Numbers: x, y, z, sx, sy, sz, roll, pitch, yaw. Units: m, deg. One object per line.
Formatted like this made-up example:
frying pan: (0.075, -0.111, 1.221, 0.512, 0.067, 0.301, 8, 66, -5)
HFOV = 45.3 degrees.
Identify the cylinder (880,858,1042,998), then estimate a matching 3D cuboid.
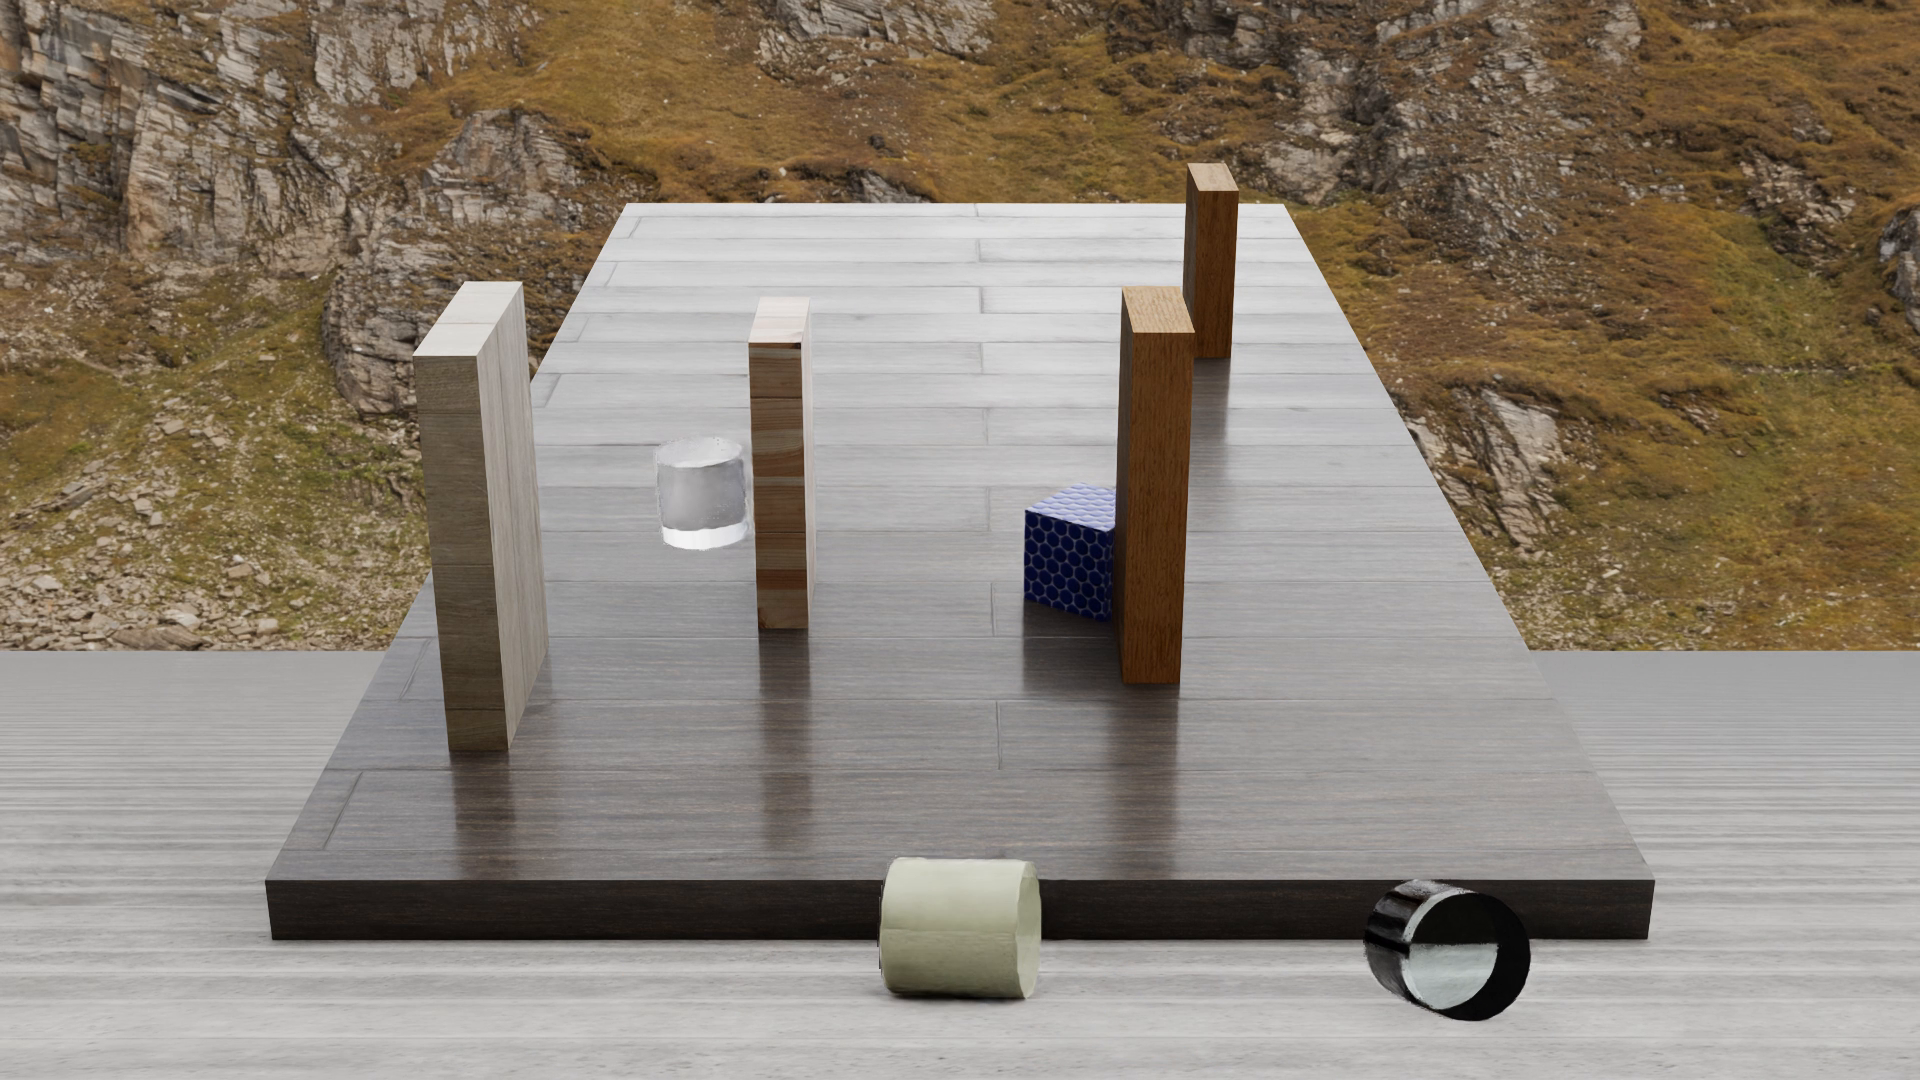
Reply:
cylinder: (0.003, 0.474, 2.816, 0.166, 0.166, 0.166, -1, -3, 12)

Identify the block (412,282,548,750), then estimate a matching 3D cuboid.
block: (-0.770, -0.045, 3.737, 0.095, 0.660, 0.401, 0, 22, 0)

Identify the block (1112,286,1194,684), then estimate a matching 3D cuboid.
block: (0.325, -0.095, 3.914, 0.098, 0.621, 0.267, 0, 22, 0)

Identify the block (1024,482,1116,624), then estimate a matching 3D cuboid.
block: (0.242, 0.021, 4.218, 0.178, 0.178, 0.178, 16, 27, 34)

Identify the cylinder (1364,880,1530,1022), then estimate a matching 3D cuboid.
cylinder: (0.569, 0.478, 2.692, 0.147, 0.147, 0.147, 0, -3, -10)

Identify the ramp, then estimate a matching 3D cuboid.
ramp: (-0.007, -0.222, 5.177, 2.000, 0.100, 4.000, 0, 22, 0)

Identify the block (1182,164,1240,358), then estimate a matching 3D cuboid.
block: (0.611, -0.688, 5.643, 0.095, 0.412, 0.283, 0, 22, 0)

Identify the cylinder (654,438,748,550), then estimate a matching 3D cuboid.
cylinder: (-0.493, -0.090, 4.391, 0.165, 0.165, 0.165, -3, 22, 1)

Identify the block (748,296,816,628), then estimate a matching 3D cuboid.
block: (-0.316, -0.141, 4.140, 0.090, 0.534, 0.274, 0, 22, 0)
